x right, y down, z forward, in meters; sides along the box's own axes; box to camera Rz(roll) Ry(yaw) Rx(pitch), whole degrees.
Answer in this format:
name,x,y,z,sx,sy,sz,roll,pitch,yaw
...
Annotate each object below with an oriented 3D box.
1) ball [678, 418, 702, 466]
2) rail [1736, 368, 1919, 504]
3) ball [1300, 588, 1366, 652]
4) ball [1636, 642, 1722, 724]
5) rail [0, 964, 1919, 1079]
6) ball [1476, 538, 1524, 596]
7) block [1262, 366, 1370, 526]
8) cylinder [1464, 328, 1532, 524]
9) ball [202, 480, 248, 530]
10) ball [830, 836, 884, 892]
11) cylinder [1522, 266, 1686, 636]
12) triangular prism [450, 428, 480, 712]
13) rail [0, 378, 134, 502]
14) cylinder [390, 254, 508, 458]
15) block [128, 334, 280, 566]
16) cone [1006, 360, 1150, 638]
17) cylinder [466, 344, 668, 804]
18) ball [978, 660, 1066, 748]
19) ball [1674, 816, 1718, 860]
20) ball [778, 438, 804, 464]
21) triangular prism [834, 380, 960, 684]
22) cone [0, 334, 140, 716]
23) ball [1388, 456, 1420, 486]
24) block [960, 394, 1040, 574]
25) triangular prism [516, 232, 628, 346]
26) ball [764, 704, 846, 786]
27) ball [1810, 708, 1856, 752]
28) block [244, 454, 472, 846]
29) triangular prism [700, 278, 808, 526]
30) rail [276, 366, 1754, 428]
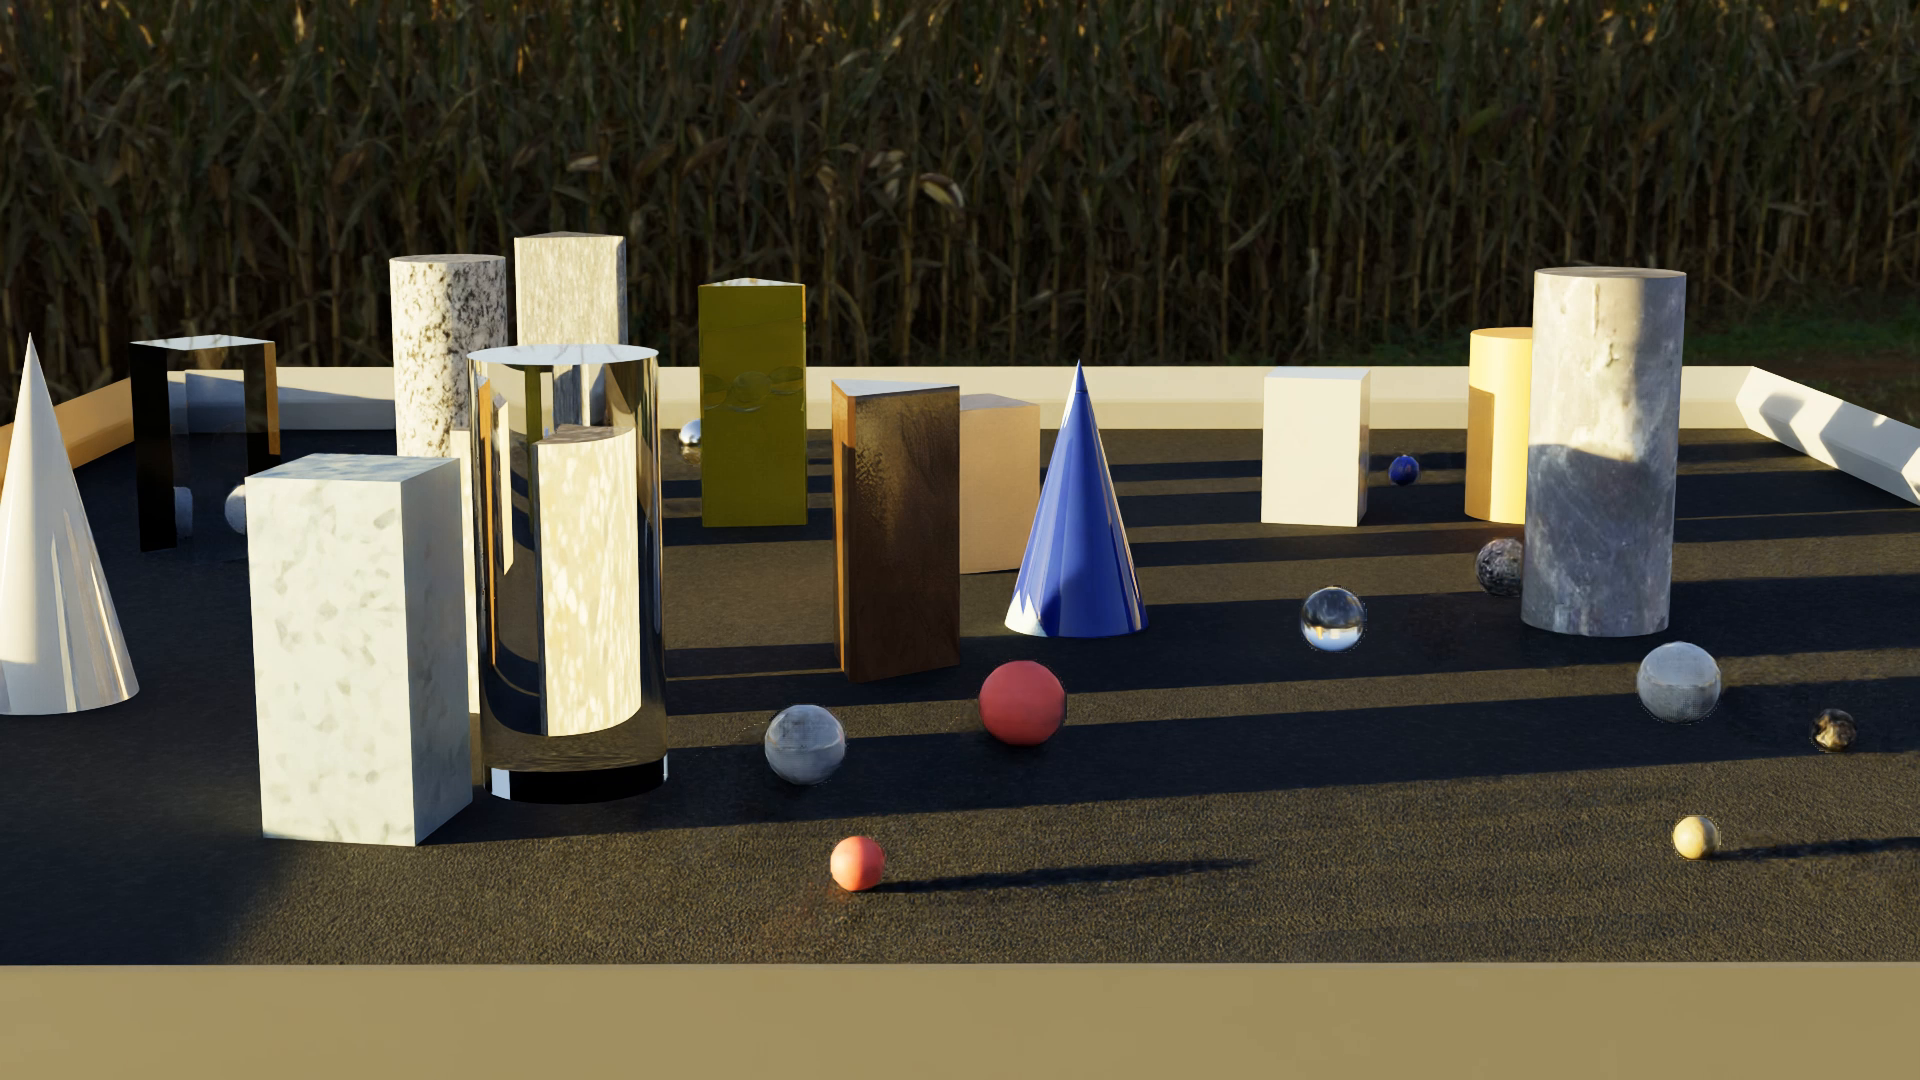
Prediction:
name,x,y,z,sx,sy,sz,roll,pitch,yaw
ball,-0.471,-0.178,4.681,0.088,0.088,0.088,0,11,0
rail,1.579,0.030,3.458,0.045,0.123,3.465,0,11,0
ball,0.466,0.100,3.207,0.081,0.081,0.081,0,11,0
ball,0.802,0.159,2.862,0.091,0.091,0.091,0,11,0
rail,0.010,0.345,1.769,3.206,0.123,0.045,0,11,0
ball,0.753,0.037,3.543,0.080,0.080,0.080,0,11,0
block,0.576,-0.153,4.147,0.152,0.234,0.152,3,11,15
cylinder,0.921,-0.188,4.165,0.190,0.295,0.190,0,11,0
ball,-1.149,-0.055,4.038,0.081,0.081,0.081,0,11,0
ball,-0.091,0.288,2.282,0.049,0.049,0.049,0,11,0
cylinder,0.838,-0.119,3.347,0.190,0.459,0.190,0,11,0
triangular prism,-0.472,0.027,2.938,0.164,0.322,0.142,3,11,14
rail,-1.579,0.033,3.440,0.045,0.123,3.465,0,11,0
cylinder,-0.854,-0.271,4.316,0.190,0.404,0.190,0,11,0
block,-1.125,-0.138,3.836,0.152,0.317,0.152,9,14,41
cone,0.154,-0.063,3.344,0.190,0.350,0.190,0,11,0
cylinder,-0.396,0.030,2.603,0.190,0.439,0.190,0,11,0
ball,0.067,0.176,2.760,0.094,0.094,0.094,0,11,0
ball,0.681,0.275,2.374,0.040,0.040,0.040,0,11,0
ball,-0.310,-0.165,4.717,0.048,0.048,0.048,0,11,0
triangular prism,-0.109,-0.018,3.121,0.164,0.344,0.142,-9,14,-39
cone,-1.057,-0.028,2.954,0.190,0.424,0.190,0,11,0
ball,0.773,-0.120,4.462,0.053,0.053,0.053,0,11,0
block,0.013,-0.084,3.765,0.152,0.238,0.152,-6,12,-28
triangular prism,-0.609,-0.245,4.010,0.164,0.464,0.142,-3,11,-14
ball,-0.158,0.209,2.616,0.083,0.083,0.083,0,11,0
ball,0.934,0.203,2.744,0.047,0.047,0.047,0,11,0
block,-0.575,0.101,2.470,0.152,0.347,0.152,2,11,10
triangular prism,-0.336,-0.224,4.120,0.164,0.382,0.142,-2,11,-8
rail,-0.010,-0.281,5.129,3.206,0.123,0.045,0,11,0
